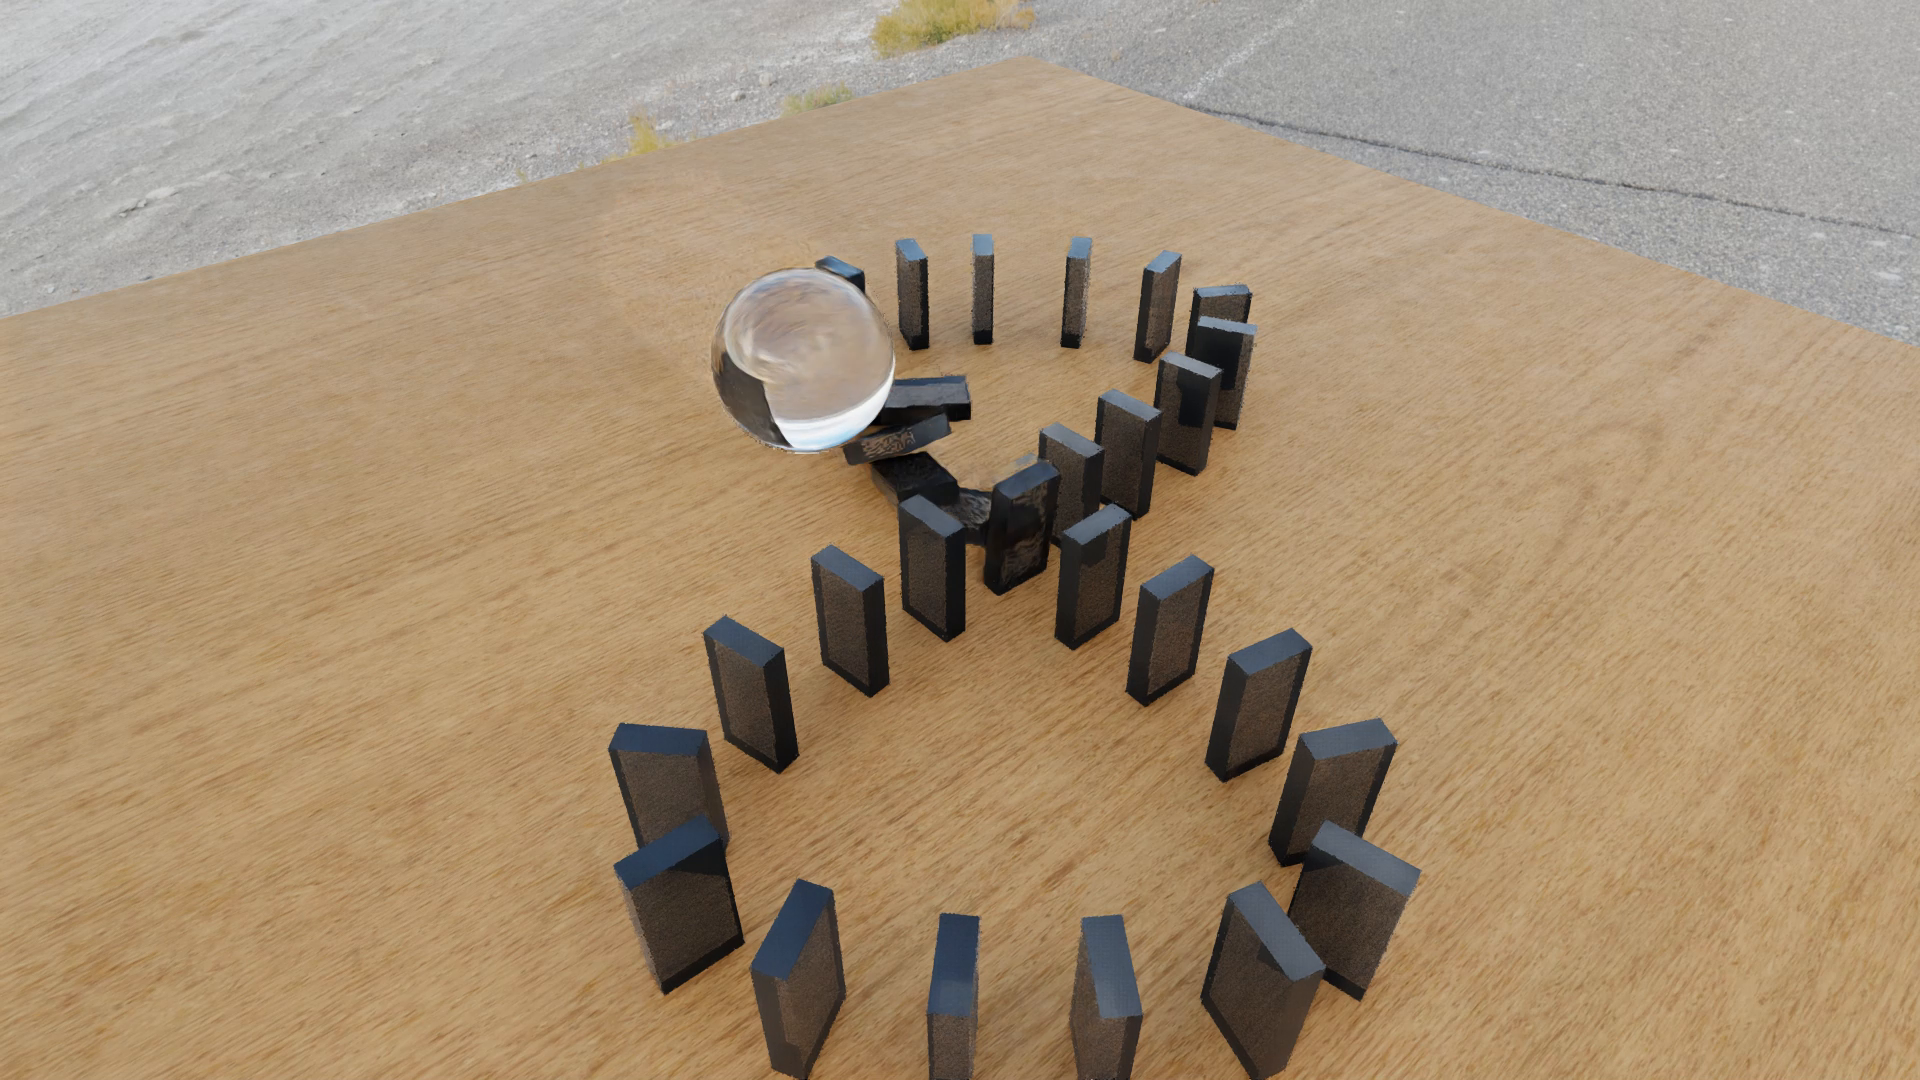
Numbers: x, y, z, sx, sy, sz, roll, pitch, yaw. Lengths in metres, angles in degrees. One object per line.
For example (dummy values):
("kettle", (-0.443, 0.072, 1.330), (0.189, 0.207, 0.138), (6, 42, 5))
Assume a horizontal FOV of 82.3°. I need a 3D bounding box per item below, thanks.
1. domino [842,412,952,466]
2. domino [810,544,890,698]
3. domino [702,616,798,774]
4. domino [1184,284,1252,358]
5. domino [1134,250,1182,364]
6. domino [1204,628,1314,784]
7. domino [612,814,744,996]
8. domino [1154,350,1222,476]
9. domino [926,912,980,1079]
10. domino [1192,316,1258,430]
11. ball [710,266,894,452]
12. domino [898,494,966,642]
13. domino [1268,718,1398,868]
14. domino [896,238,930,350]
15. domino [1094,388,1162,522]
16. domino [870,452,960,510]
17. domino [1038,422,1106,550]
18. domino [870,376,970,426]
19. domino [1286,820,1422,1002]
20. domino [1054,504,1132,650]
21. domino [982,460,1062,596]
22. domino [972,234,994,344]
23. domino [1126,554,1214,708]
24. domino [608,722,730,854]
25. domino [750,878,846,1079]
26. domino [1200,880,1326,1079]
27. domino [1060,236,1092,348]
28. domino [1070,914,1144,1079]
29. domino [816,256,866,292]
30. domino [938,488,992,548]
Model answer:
("domino", (-0.028, -0.043, 0.475), (0.025, 0.009, 0.050), (-27, 12, -31))
("domino", (-0.037, 0.028, 0.377), (0.025, 0.050, 0.009), (30, 48, 31))
("domino", (-0.066, 0.050, 0.351), (0.025, 0.050, 0.010), (25, 45, 27))
("domino", (0.123, -0.097, 0.530), (0.025, 0.050, 0.010), (-6, 40, -7))
("domino", (0.099, -0.117, 0.555), (0.010, 0.050, 0.025), (21, 44, 24))
("domino", (0.094, 0.053, 0.347), (0.025, 0.050, 0.009), (-19, 43, -22))
("domino", (-0.074, 0.098, 0.292), (0.025, 0.050, 0.009), (-27, 46, -29))
("domino", (0.097, -0.054, 0.478), (0.025, 0.050, 0.009), (28, 47, 30))
("domino", (-0.001, 0.117, 0.269), (0.009, 0.050, 0.025), (4, 39, 5))
("domino", (0.119, -0.076, 0.504), (0.025, 0.050, 0.010), (14, 41, 16))
("ball", (-0.069, -0.079, 0.483), (0.080, 0.080, 0.080), (0, 39, 0))
("domino", (-0.010, 0.011, 0.398), (0.009, 0.050, 0.025), (-30, 48, -31))
("domino", (0.108, 0.074, 0.321), (0.025, 0.050, 0.010), (-9, 40, -11))
("domino", (-0.024, -0.126, 0.565), (0.010, 0.050, 0.025), (-11, 41, -14))
("domino", (0.068, -0.035, 0.454), (0.025, 0.050, 0.009), (32, 49, 33))
("domino", (-0.020, -0.025, 0.460), (0.025, 0.010, 0.050), (-12, 21, -14))
("domino", (0.043, -0.019, 0.434), (0.009, 0.050, 0.025), (-31, 48, -32))
("domino", (-0.021, -0.067, 0.525), (0.050, 0.010, 0.025), (-4, 39, -5))
("domino", (0.102, 0.099, 0.291), (0.025, 0.050, 0.010), (26, 46, 28))
("domino", (0.047, 0.014, 0.395), (0.025, 0.050, 0.009), (-29, 47, -31))
("domino", (0.023, -0.004, 0.416), (0.025, 0.050, 0.009), (-28, 52, -30))
("domino", (0.012, -0.130, 0.570), (0.009, 0.050, 0.025), (-1, 39, -2))
("domino", (0.071, 0.031, 0.373), (0.025, 0.050, 0.009), (-27, 46, -29))
("domino", (-0.084, 0.075, 0.320), (0.025, 0.050, 0.010), (4, 39, 5))
("domino", (-0.040, 0.111, 0.276), (0.010, 0.050, 0.025), (13, 41, 15))
("domino", (0.075, 0.111, 0.276), (0.009, 0.050, 0.025), (-16, 42, -19))
("domino", (0.060, -0.127, 0.567), (0.010, 0.050, 0.025), (8, 40, 10))
("domino", (0.035, 0.117, 0.269), (0.009, 0.050, 0.025), (-3, 39, -3))
("domino", (-0.059, -0.114, 0.550), (0.025, 0.050, 0.009), (32, 49, 33))
("domino", (0.003, -0.010, 0.440), (0.025, 0.010, 0.050), (-28, 23, -30))
